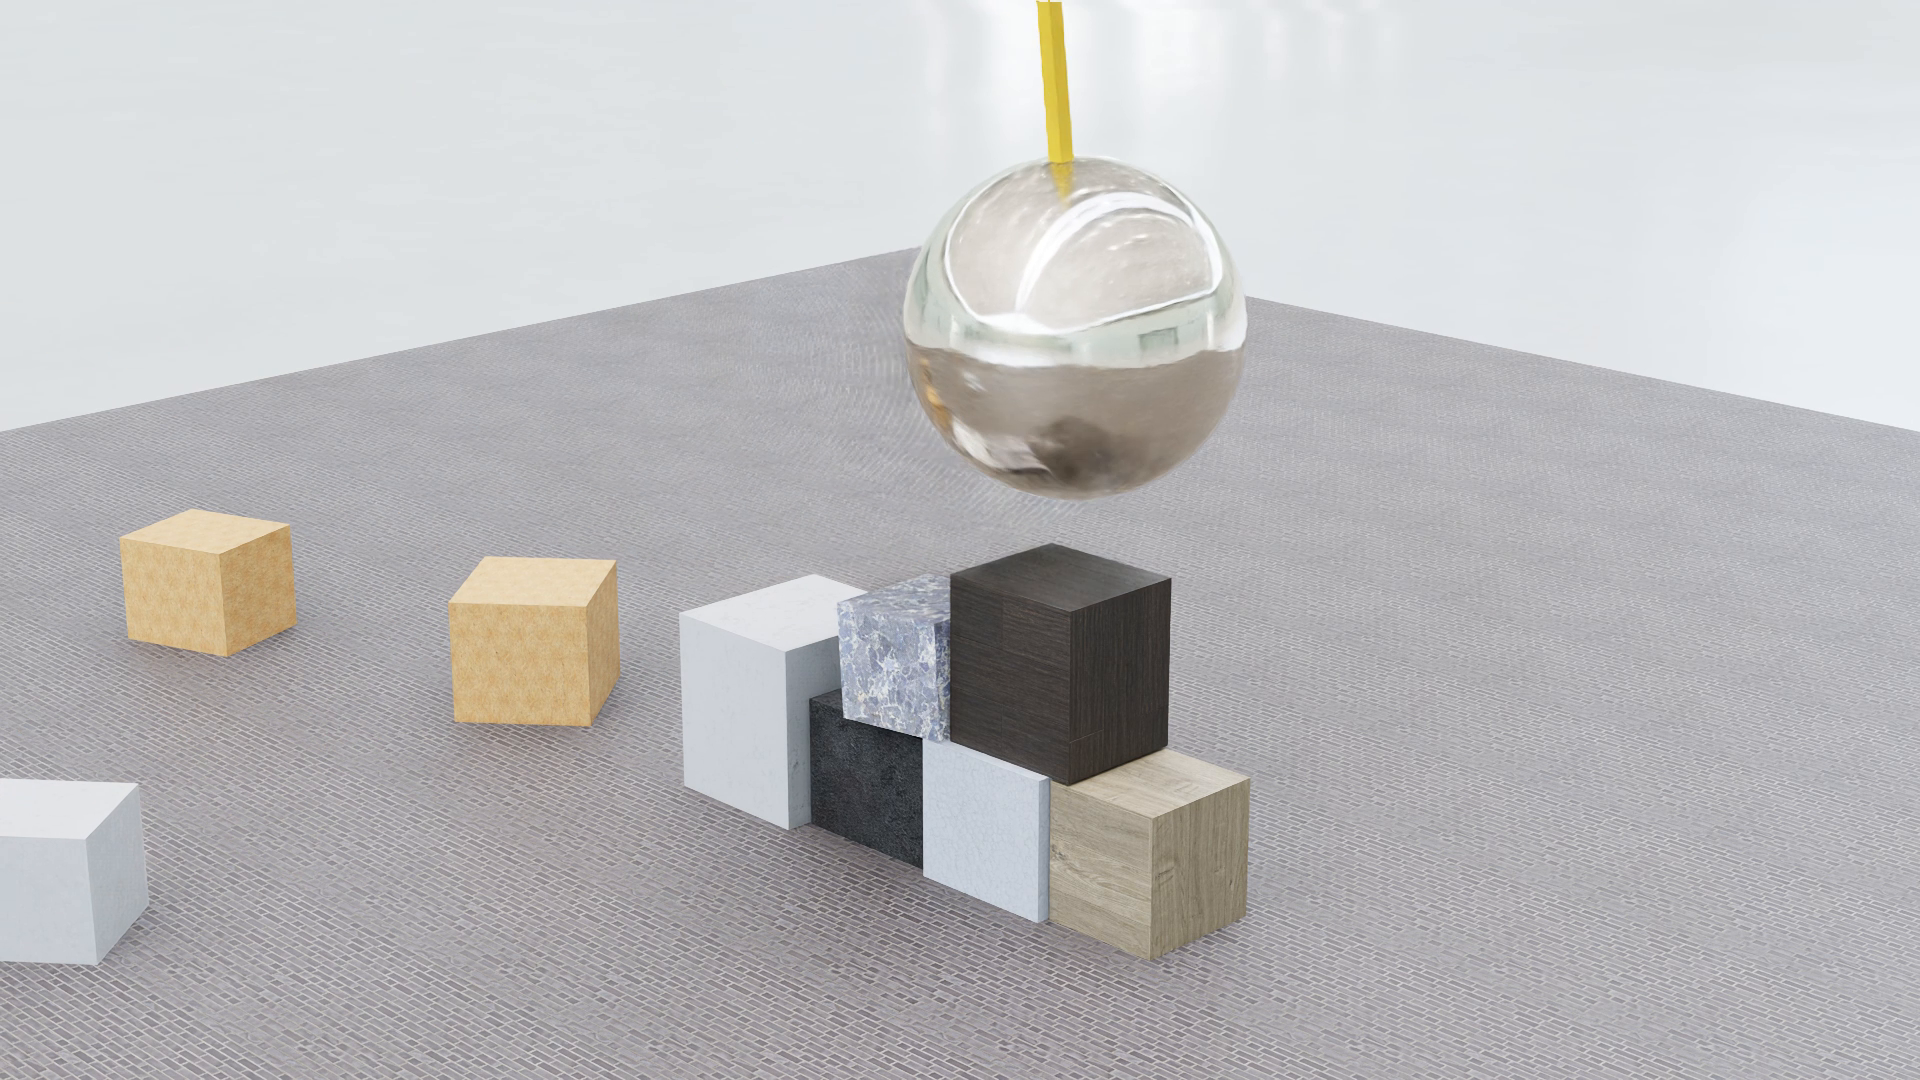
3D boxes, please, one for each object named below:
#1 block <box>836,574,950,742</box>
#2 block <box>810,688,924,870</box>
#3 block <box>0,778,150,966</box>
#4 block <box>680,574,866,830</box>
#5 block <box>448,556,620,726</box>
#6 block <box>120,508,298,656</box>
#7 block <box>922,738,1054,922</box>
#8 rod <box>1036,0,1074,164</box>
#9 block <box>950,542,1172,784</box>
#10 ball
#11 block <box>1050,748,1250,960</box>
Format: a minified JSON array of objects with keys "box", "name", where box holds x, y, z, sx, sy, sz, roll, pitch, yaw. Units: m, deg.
[{"box":[-0.123,0.534,13.520,0.617,0.554,0.599,11,20,42],"name":"block"},{"box":[-0.188,1.067,13.886,0.674,0.639,0.805,-17,24,-42],"name":"block"},{"box":[-3.977,1.440,12.790,0.630,0.584,0.623,2,18,5],"name":"block"},{"box":[-0.776,0.776,14.374,0.875,0.901,0.779,-16,24,-42],"name":"block"},{"box":[-2.246,0.529,15.563,0.721,0.658,0.783,2,18,5],"name":"block"},{"box":[-4.250,0.234,16.601,0.701,0.599,0.617,8,19,25],"name":"block"},{"box":[0.364,1.212,13.364,0.722,0.675,0.784,17,24,42],"name":"block"},{"box":[0.230,-4.113,12.290,0.080,5.200,0.080,17,31,42],"name":"rod"},{"box":[0.445,0.537,13.065,0.655,0.792,0.726,-17,24,-42],"name":"block"},{"box":[0.531,-0.985,13.588,1.600,1.600,1.600,0,17,0],"name":"ball"},{"box":[0.833,1.361,12.911,0.645,0.662,0.594,-17,24,-42],"name":"block"}]
